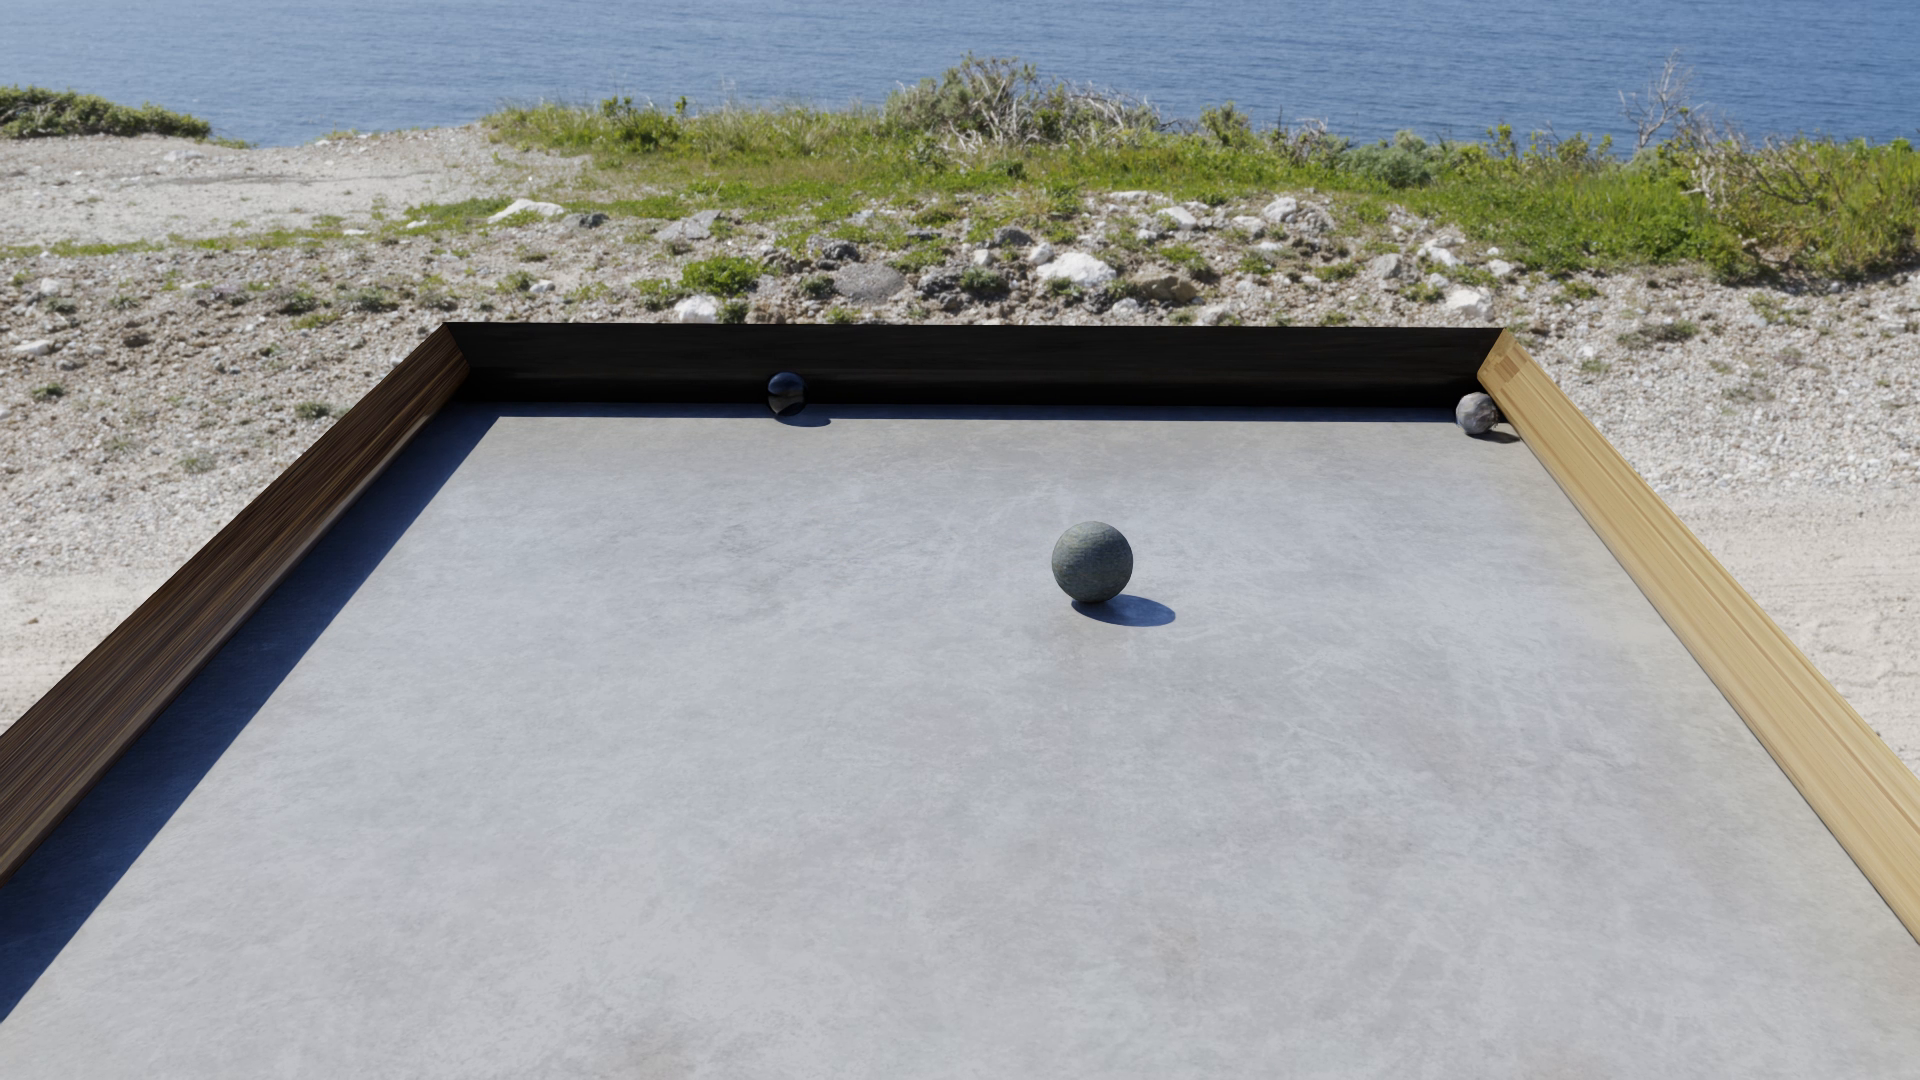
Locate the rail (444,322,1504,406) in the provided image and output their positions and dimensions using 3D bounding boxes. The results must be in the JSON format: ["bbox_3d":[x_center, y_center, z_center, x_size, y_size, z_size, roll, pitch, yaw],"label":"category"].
[{"bbox_3d":[0.016,-0.247,3.167,1.532,0.117,0.045,0,19,1],"label":"rail"}]

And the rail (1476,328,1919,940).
[{"bbox_3d":[0.726,0.221,1.791,0.045,0.117,2.920,0,19,1],"label":"rail"}]

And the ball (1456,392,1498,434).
[{"bbox_3d":[0.718,-0.176,3.054,0.058,0.058,0.058,0,19,0],"label":"ball"}]

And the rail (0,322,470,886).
[{"bbox_3d":[-0.759,0.210,1.823,0.045,0.117,2.920,0,19,1],"label":"rail"}]

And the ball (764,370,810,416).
[{"bbox_3d":[-0.248,-0.209,3.137,0.066,0.066,0.066,0,19,0],"label":"ball"}]

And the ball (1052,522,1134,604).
[{"bbox_3d":[0.145,0.024,2.415,0.090,0.090,0.090,0,19,0],"label":"ball"}]
